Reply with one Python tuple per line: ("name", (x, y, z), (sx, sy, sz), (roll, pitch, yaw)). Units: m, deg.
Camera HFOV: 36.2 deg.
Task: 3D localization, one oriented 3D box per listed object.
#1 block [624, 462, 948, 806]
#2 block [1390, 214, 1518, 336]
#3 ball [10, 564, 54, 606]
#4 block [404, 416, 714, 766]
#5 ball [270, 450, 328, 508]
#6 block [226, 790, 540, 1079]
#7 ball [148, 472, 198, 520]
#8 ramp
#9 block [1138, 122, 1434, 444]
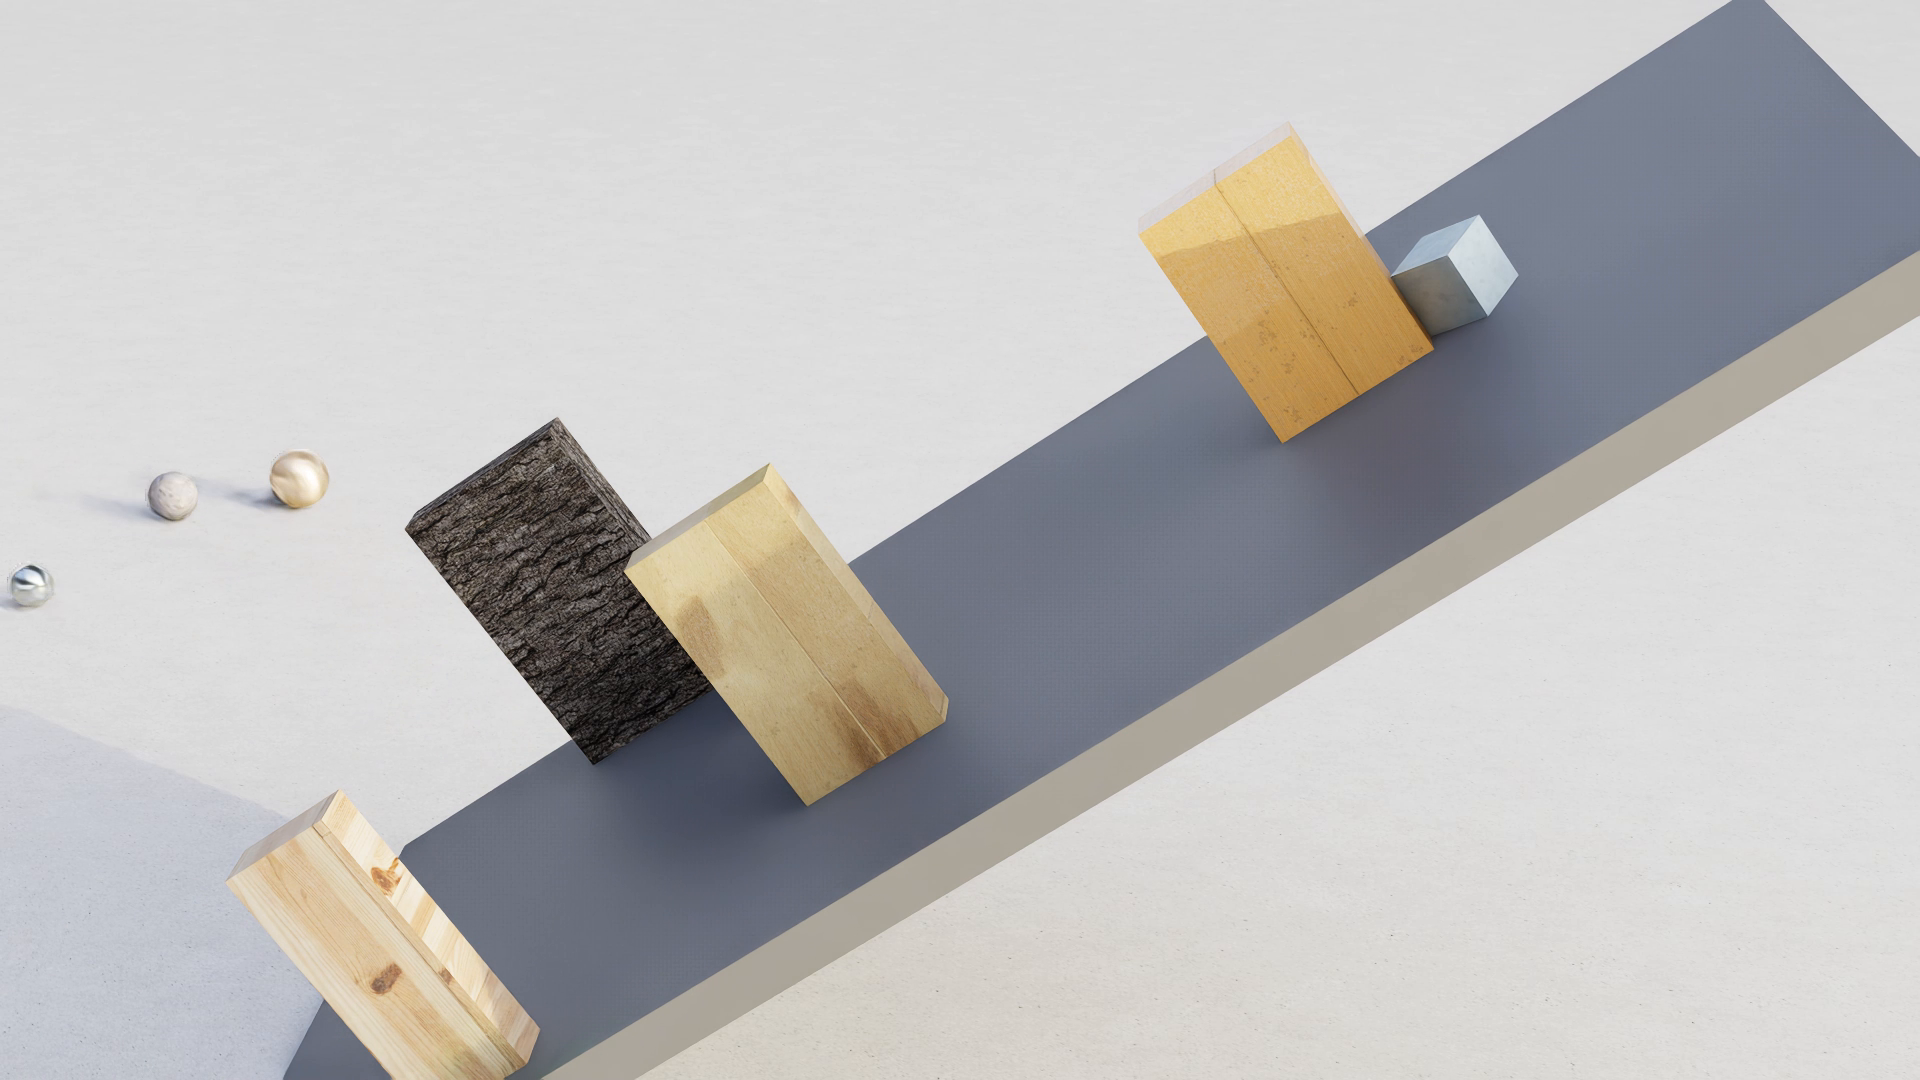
("block", (-0.345, 0.194, 5.924), (0.345, 0.619, 0.109), (-32, 16, 15))
("block", (1.012, -0.540, 6.018), (0.154, 0.154, 0.154), (-19, 23, 48))
("ball", (-2.988, 0.145, 9.466), (0.137, 0.137, 0.137), (0, 21, 0))
("block", (-0.935, 0.130, 7.156), (0.442, 0.749, 0.119), (-32, 16, 15))
("ball", (-2.312, -0.213, 10.295), (0.202, 0.202, 0.202), (0, 21, 0))
("block", (-1.124, 0.816, 5.754), (0.244, 0.636, 0.134), (-32, 16, 15))
("ball", (-2.726, -0.154, 10.191), (0.168, 0.168, 0.168), (0, 21, 0))
("ramp", (0.136, 0.174, 6.305), (4.000, 0.100, 2.000), (-32, 16, 15))
("block", (0.664, -0.524, 6.005), (0.364, 0.535, 0.128), (-32, 16, 15))
